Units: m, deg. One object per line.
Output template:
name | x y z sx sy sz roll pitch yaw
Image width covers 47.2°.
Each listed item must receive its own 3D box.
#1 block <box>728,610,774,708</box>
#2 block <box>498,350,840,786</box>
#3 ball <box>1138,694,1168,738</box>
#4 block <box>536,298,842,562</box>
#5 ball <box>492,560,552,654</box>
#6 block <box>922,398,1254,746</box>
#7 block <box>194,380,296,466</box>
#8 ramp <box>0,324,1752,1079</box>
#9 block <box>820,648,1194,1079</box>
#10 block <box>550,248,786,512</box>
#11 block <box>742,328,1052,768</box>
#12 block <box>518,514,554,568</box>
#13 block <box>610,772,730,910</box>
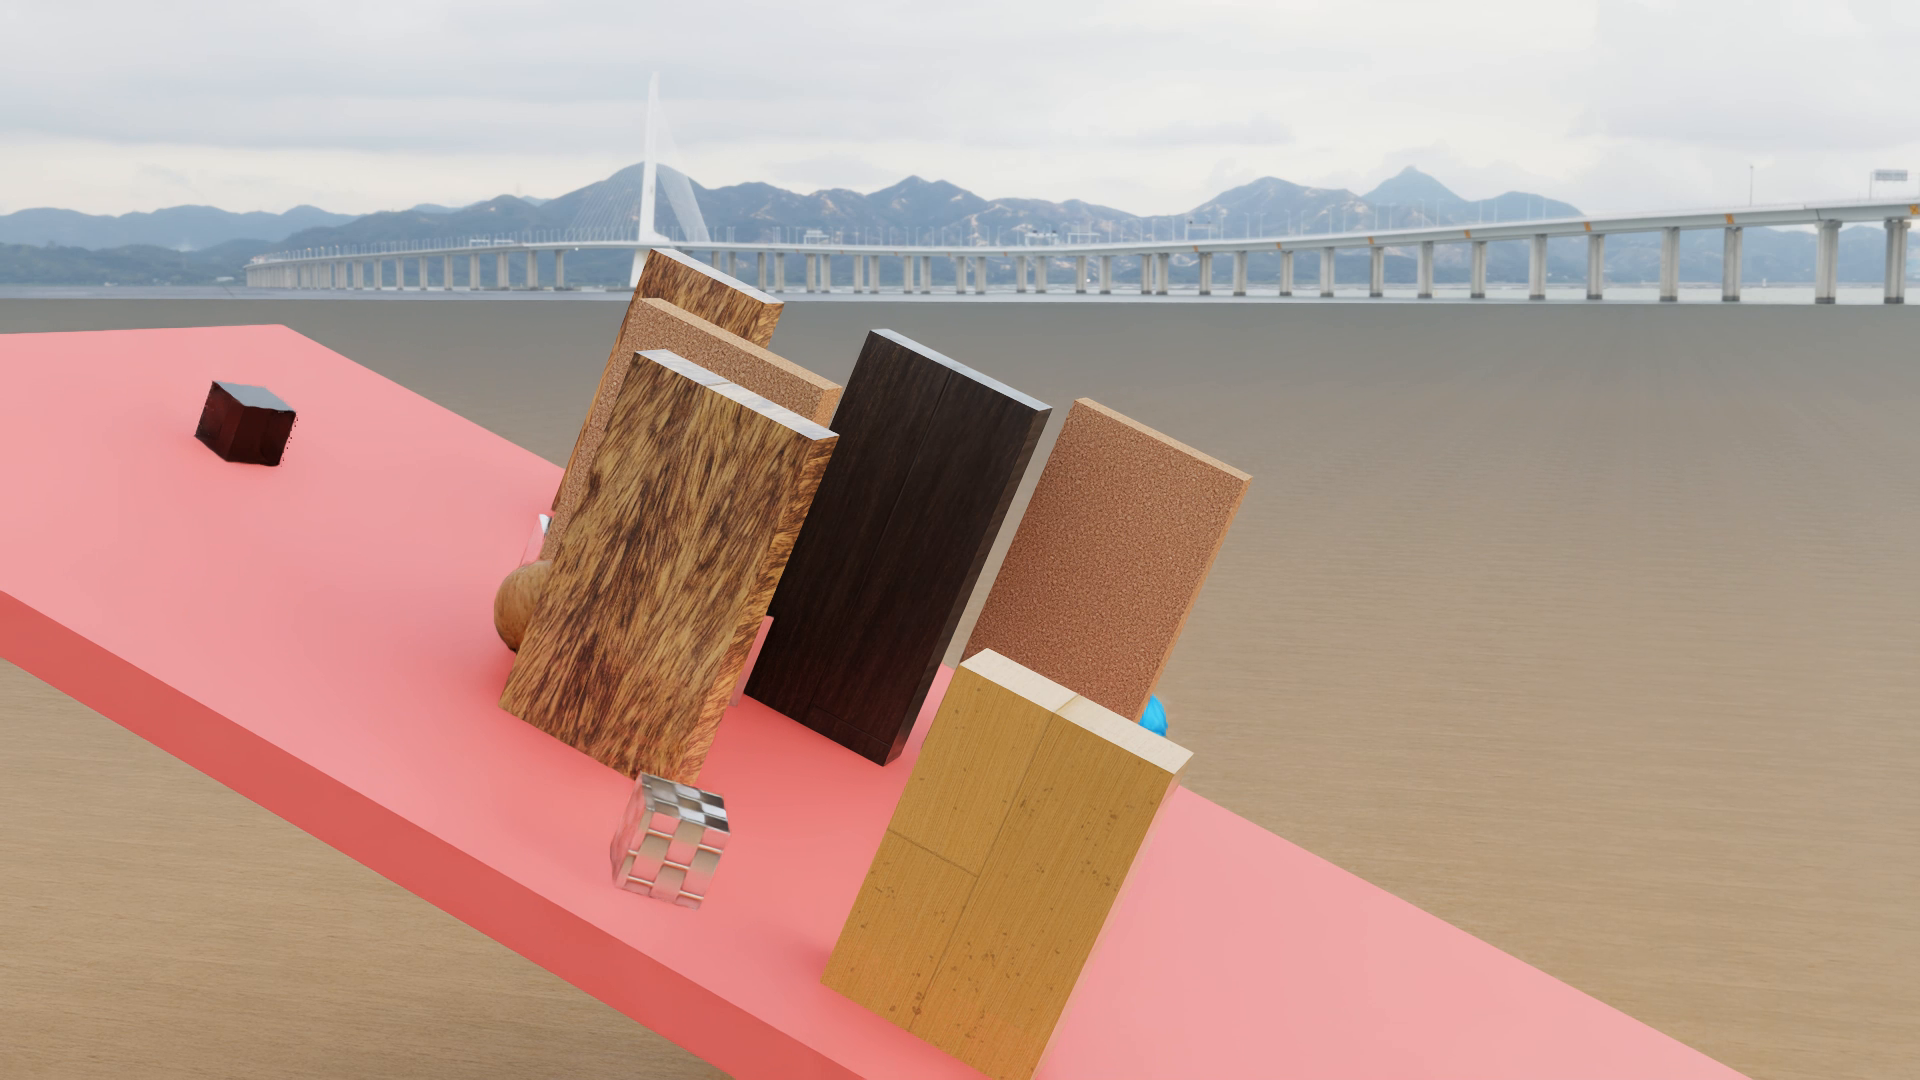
block | -0.516 0.177 4.327 0.199 0.199 0.199 17 15 -25
block | -0.504 0.056 3.770 0.349 0.677 0.121 26 13 13
ball | 0.376 0.415 4.953 0.181 0.181 0.181 0 7 0
block | -0.532 -0.042 4.050 0.392 0.703 0.094 26 13 13
ball | -0.754 0.129 3.993 0.184 0.184 0.184 0 7 0
block | 0.250 0.152 4.434 0.373 0.789 0.097 26 13 13
block | -1.462 -0.237 4.502 0.125 0.125 0.125 32 16 34
ramp | -0.280 0.484 4.179 4.000 0.100 2.000 26 13 13
block | 0.067 0.494 3.307 0.351 0.549 0.146 26 13 13
block | -0.663 -0.300 4.967 0.296 0.646 0.116 26 13 13
block | -0.147 0.015 4.329 0.368 0.773 0.107 26 13 13
block | -0.761 0.086 4.302 0.182 0.182 0.182 18 14 -21
block | -0.453 0.468 3.424 0.138 0.138 0.138 19 14 -17
